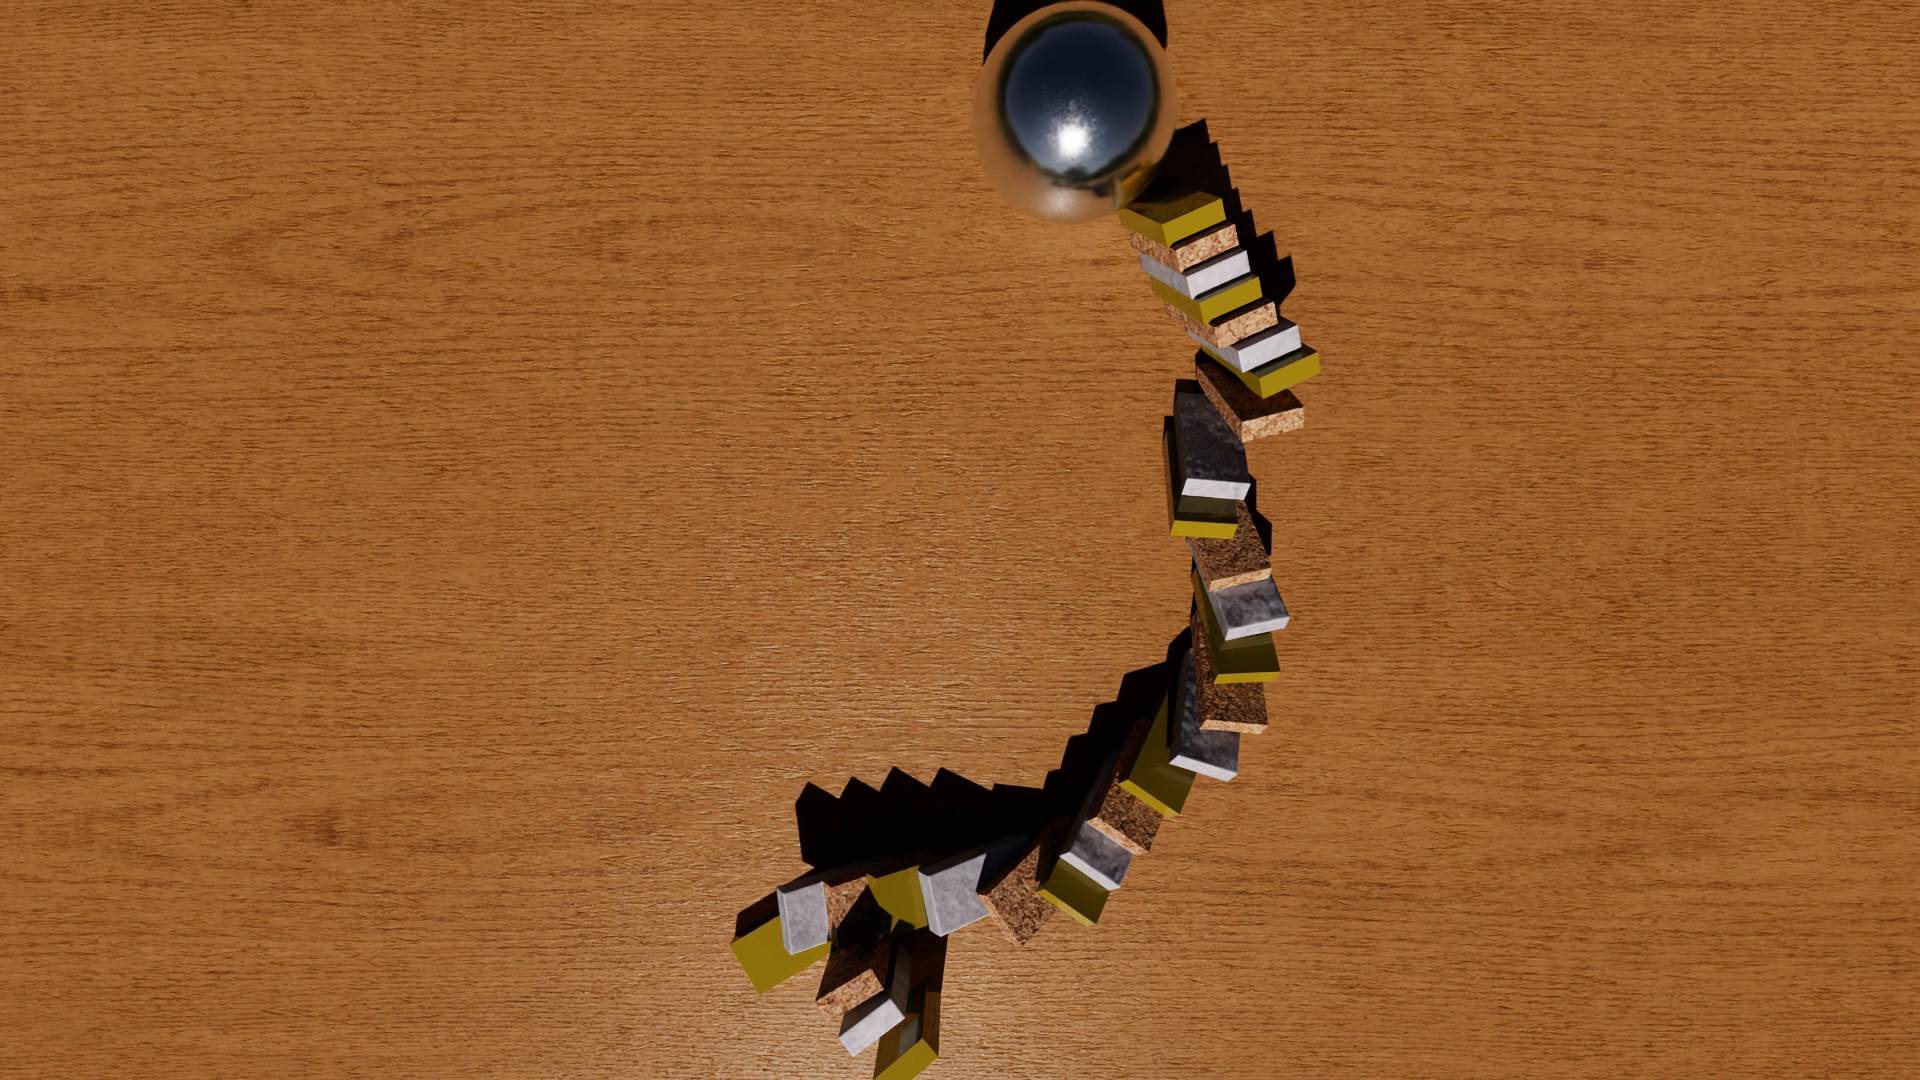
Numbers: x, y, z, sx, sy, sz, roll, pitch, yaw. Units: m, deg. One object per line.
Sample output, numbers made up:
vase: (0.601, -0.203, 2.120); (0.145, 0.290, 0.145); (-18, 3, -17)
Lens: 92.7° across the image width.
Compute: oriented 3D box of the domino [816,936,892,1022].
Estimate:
domino: (-0.042, 0.174, 0.375); (0.025, 0.050, 0.010); (-31, 90, 0)

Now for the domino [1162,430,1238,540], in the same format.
domino: (0.099, -0.024, 0.380); (0.025, 0.009, 0.050); (4, 52, 2)

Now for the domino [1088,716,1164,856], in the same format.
domino: (0.075, 0.102, 0.383); (0.025, 0.010, 0.050); (34, 58, 0)

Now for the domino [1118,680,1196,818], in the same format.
domino: (0.088, 0.087, 0.383); (0.025, 0.009, 0.050); (34, 59, 0)

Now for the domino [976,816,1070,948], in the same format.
domino: (0.034, 0.142, 0.383); (0.050, 0.010, 0.025); (-34, 90, -30)

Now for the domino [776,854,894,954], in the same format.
domino: (-0.050, 0.151, 0.384); (0.050, 0.010, 0.025); (-7, 90, -30)

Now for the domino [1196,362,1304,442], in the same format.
domino: (0.119, -0.060, 0.377); (0.025, 0.050, 0.010); (-14, 128, 0)

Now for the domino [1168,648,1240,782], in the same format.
domino: (0.103, 0.072, 0.382); (0.025, 0.010, 0.050); (18, 56, -1)

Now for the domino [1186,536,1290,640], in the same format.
domino: (0.115, 0.015, 0.382); (0.025, 0.010, 0.050); (-12, 58, -2)

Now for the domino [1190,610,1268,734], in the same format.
domino: (0.112, 0.054, 0.382); (0.025, 0.010, 0.050); (6, 57, -2)

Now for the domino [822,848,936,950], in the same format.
domino: (-0.031, 0.149, 0.384); (0.050, 0.009, 0.025); (-8, 90, -30)

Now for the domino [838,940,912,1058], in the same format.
domino: (-0.034, 0.186, 0.375); (0.025, 0.050, 0.009); (-37, 90, 0)

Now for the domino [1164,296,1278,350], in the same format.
domino: (0.106, -0.095, 0.376); (0.025, 0.050, 0.010); (-24, 121, 0)

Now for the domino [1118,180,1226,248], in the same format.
domino: (0.086, -0.134, 0.376); (0.025, 0.050, 0.010); (-24, 121, 0)

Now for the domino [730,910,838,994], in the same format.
domino: (-0.070, 0.171, 0.395); (0.050, 0.009, 0.025); (-31, 90, 0)

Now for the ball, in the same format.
ball: (0.045, -0.166, 0.360); (0.080, 0.080, 0.080); (0, 90, 0)

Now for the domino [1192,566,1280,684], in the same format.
domino: (0.114, 0.034, 0.382); (0.025, 0.009, 0.050); (-2, 57, -1)

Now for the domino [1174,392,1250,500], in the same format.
domino: (0.104, -0.040, 0.381); (0.025, 0.009, 0.050); (5, 52, 1)

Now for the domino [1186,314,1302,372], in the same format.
domino: (0.115, -0.086, 0.376); (0.025, 0.050, 0.010); (-24, 122, 0)

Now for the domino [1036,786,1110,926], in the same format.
domino: (0.055, 0.131, 0.383); (0.025, 0.010, 0.050); (34, 58, 0)

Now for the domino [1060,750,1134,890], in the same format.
domino: (0.064, 0.116, 0.383); (0.025, 0.010, 0.050); (34, 58, 0)

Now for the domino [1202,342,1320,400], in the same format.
domino: (0.122, -0.076, 0.376); (0.025, 0.050, 0.009); (-24, 124, -1)

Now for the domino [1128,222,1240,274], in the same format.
domino: (0.091, -0.124, 0.376); (0.025, 0.050, 0.010); (-24, 121, 0)

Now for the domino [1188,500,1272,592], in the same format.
domino: (0.109, -0.005, 0.383); (0.025, 0.009, 0.050); (-13, 59, 0)

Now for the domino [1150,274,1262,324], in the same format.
domino: (0.100, -0.104, 0.376); (0.025, 0.050, 0.010); (-24, 121, 0)

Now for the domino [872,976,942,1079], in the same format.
domino: (-0.021, 0.202, 0.375); (0.025, 0.050, 0.009); (-40, 90, 0)

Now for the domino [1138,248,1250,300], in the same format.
domino: (0.095, -0.114, 0.376); (0.025, 0.050, 0.010); (-24, 121, 0)

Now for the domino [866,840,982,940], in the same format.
domino: (-0.013, 0.146, 0.383); (0.050, 0.010, 0.025); (-7, 90, -30)

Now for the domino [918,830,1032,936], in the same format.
domino: (0.009, 0.143, 0.384); (0.050, 0.009, 0.025); (-11, 90, -29)
